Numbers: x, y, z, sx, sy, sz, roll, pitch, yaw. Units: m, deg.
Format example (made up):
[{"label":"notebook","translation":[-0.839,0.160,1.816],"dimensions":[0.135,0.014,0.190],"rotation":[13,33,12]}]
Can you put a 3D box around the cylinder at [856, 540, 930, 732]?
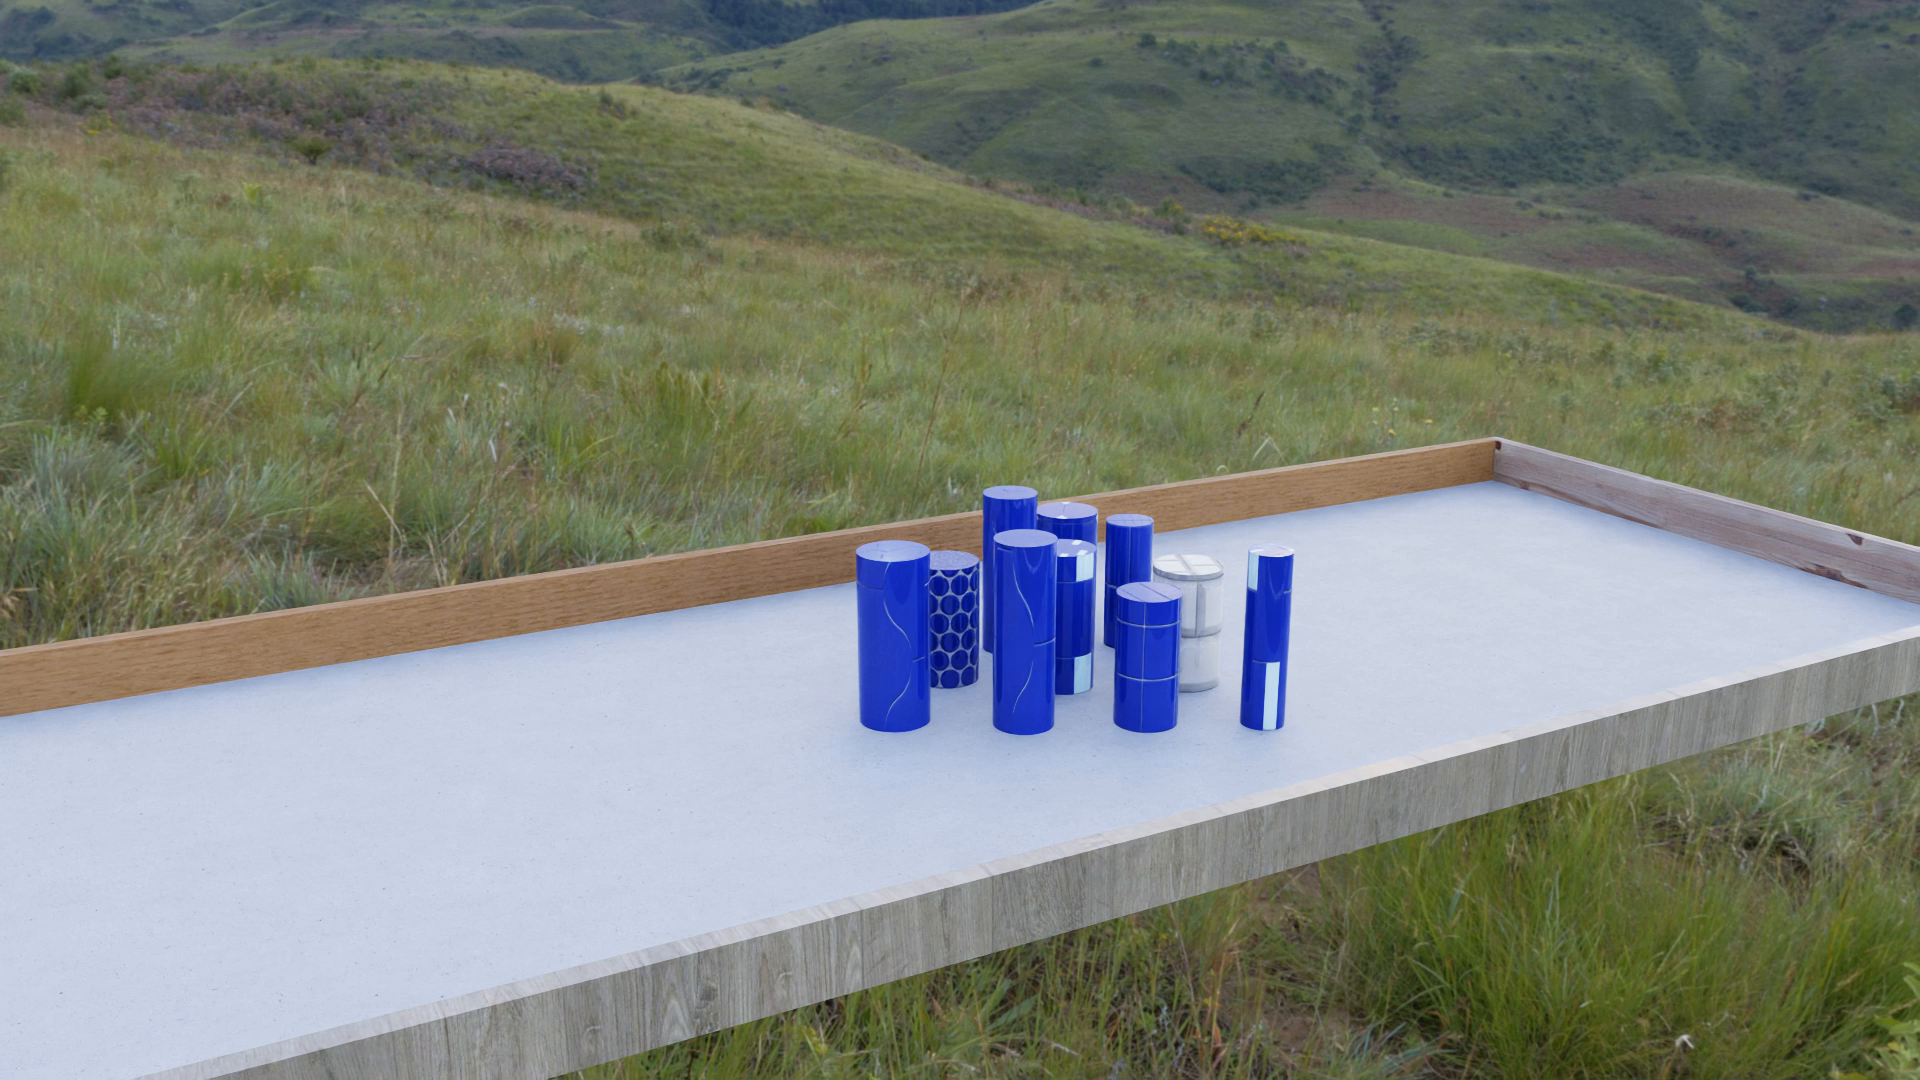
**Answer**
[{"label":"cylinder","translation":[-0.154,0.224,3.856],"dimensions":[0.171,0.415,0.171],"rotation":[0,16,0]}]

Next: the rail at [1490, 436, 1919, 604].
[{"label":"rail","translation":[2.466,-0.048,5.253],"dimensions":[0.050,0.150,2.100],"rotation":[-9,18,-27]}]

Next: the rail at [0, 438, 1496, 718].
[{"label":"rail","translation":[-3.305,0.497,3.399],"dimensions":[12.000,0.150,0.050],"rotation":[-9,18,-27]}]

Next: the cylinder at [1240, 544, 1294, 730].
[{"label":"cylinder","translation":[0.713,0.227,3.833],"dimensions":[0.105,0.424,0.105],"rotation":[0,16,0]}]

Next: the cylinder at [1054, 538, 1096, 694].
[{"label":"cylinder","translation":[0.258,0.189,4.080],"dimensions":[0.152,0.355,0.152],"rotation":[0,16,0]}]

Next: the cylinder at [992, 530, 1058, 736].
[{"label":"cylinder","translation":[0.149,0.213,3.824],"dimensions":[0.146,0.454,0.146],"rotation":[0,16,0]}]

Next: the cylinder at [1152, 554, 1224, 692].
[{"label":"cylinder","translation":[0.564,0.206,4.113],"dimensions":[0.175,0.305,0.175],"rotation":[0,16,0]}]

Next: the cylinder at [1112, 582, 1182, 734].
[{"label":"cylinder","translation":[0.438,0.274,3.855],"dimensions":[0.152,0.320,0.152],"rotation":[0,16,0]}]

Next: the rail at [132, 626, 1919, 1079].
[{"label":"rail","translation":[-2.336,1.006,1.665],"dimensions":[12.000,0.150,0.050],"rotation":[-9,18,-27]}]

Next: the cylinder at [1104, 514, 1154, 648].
[{"label":"cylinder","translation":[0.446,0.111,4.374],"dimensions":[0.124,0.341,0.124],"rotation":[0,16,0]}]

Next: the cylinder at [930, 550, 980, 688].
[{"label":"cylinder","translation":[-0.035,0.198,4.134],"dimensions":[0.167,0.309,0.167],"rotation":[0,16,0]}]

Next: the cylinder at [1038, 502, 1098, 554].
[{"label":"cylinder","translation":[0.293,0.065,4.589],"dimensions":[0.174,0.307,0.174],"rotation":[0,16,0]}]

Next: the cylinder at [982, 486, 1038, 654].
[{"label":"cylinder","translation":[0.130,0.080,4.331],"dimensions":[0.142,0.424,0.142],"rotation":[0,16,0]}]
